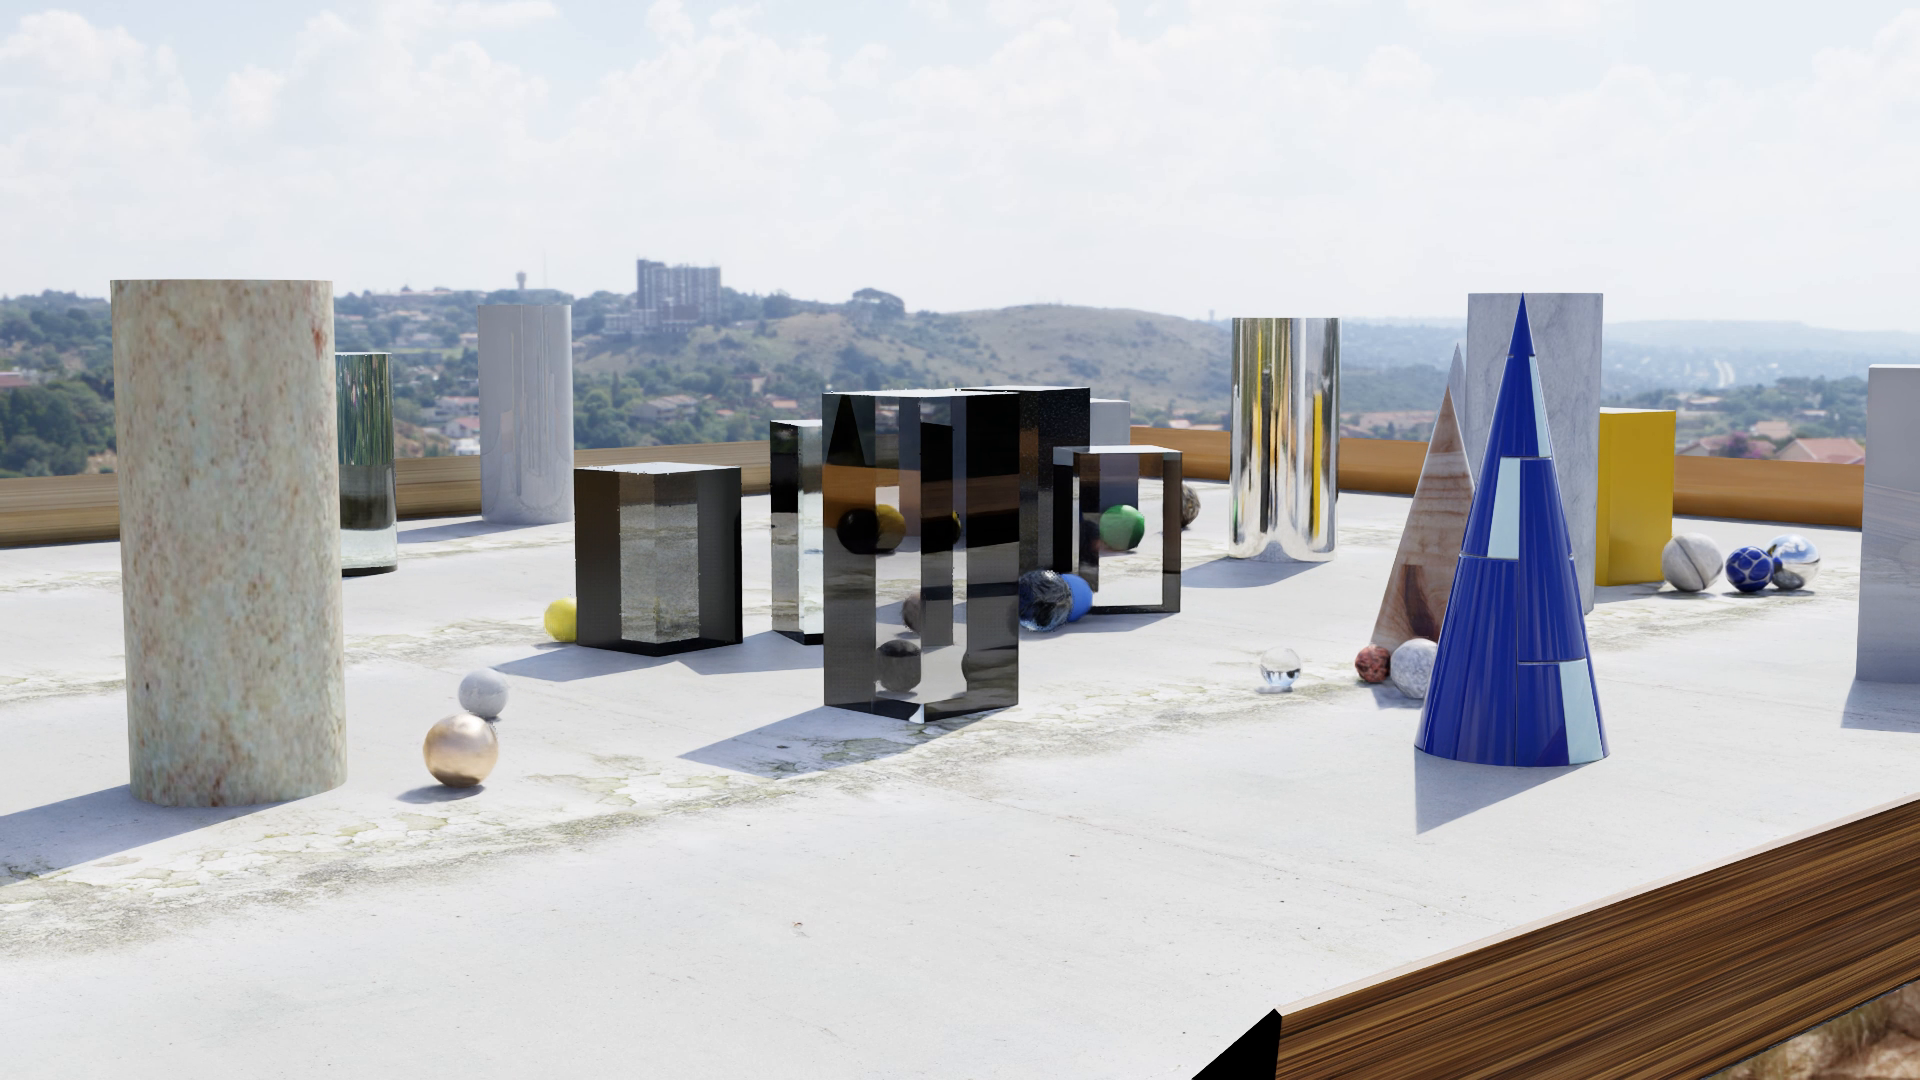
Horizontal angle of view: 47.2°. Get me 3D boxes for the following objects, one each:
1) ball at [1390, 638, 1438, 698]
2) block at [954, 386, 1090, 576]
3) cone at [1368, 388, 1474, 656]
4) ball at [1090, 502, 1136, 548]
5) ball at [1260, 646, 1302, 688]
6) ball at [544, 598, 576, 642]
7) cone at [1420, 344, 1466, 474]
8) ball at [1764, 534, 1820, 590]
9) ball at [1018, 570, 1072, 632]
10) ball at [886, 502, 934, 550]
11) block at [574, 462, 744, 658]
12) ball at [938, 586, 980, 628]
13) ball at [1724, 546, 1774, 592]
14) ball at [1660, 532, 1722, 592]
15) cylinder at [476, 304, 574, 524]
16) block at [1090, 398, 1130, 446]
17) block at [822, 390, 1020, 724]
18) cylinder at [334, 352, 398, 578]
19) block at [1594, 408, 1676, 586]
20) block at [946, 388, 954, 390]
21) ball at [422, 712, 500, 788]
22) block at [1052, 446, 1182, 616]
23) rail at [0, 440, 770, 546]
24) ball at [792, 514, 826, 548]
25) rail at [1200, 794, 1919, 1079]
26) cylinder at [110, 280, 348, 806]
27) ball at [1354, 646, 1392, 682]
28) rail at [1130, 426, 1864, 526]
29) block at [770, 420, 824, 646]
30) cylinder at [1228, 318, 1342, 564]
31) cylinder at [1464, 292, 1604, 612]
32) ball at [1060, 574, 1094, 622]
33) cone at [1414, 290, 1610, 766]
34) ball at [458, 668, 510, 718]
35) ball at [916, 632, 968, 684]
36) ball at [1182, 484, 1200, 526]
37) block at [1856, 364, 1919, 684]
[{"bbox_3d":[0.528,0.148,2.523,0.069,0.069,0.069,0,6,0],"label":"ball"},{"bbox_3d":[0.099,-0.081,3.495,0.156,0.321,0.156,4,7,34],"label":"block"},{"bbox_3d":[0.599,-0.016,2.718,0.195,0.353,0.195,0,6,0],"label":"cone"},{"bbox_3d":[0.288,-0.028,4.121,0.086,0.086,0.086,0,6,0],"label":"ball"},{"bbox_3d":[0.379,0.150,2.598,0.049,0.049,0.049,0,6,0],"label":"ball"},{"bbox_3d":[-0.527,0.107,2.947,0.061,0.061,0.061,0,6,0],"label":"ball"},{"bbox_3d":[0.902,-0.168,4.003,0.195,0.388,0.195,0,6,0],"label":"cone"},{"bbox_3d":[1.322,0.035,3.501,0.089,0.089,0.089,0,6,0],"label":"ball"},{"bbox_3d":[0.111,0.084,3.040,0.088,0.088,0.088,0,6,0],"label":"ball"},{"bbox_3d":[-0.093,-0.027,4.092,0.089,0.089,0.089,0,6,0],"label":"ball"},{"bbox_3d":[-0.400,0.022,2.921,0.156,0.236,0.156,5,8,39],"label":"block"},{"bbox_3d":[-0.001,0.094,3.086,0.058,0.058,0.058,0,6,0],"label":"ball"},{"bbox_3d":[1.244,0.046,3.467,0.074,0.074,0.074,0,6,0],"label":"ball"},{"bbox_3d":[1.153,0.036,3.468,0.095,0.095,0.095,0,6,0],"label":"ball"},{"bbox_3d":[-0.914,-0.267,4.633,0.195,0.454,0.195,0,6,0],"label":"cylinder"},{"bbox_3d":[0.219,-0.131,4.211,0.156,0.271,0.156,-3,7,-26],"label":"block"},{"bbox_3d":[-0.044,0.012,2.465,0.156,0.352,0.156,6,8,44],"label":"block"},{"bbox_3d":[-1.061,-0.132,3.740,0.195,0.370,0.195,0,6,0],"label":"cylinder"},{"bbox_3d":[1.064,-0.075,3.635,0.156,0.279,0.156,-4,7,-34],"label":"block"},{"bbox_3d":[0.034,-0.159,4.411,0.156,0.284,0.156,3,7,26],"label":"block"},{"bbox_3d":[-0.466,0.196,2.054,0.069,0.069,0.069,0,6,0],"label":"ball"},{"bbox_3d":[0.233,-0.017,3.289,0.156,0.237,0.156,-1,6,-11],"label":"block"},{"bbox_3d":[-1.217,-0.105,4.643,4.315,0.126,0.045,-5,8,-42],"label":"rail"},{"bbox_3d":[-0.283,-0.017,4.125,0.062,0.062,0.062,0,6,0],"label":"ball"},{"bbox_3d":[1.217,0.170,2.021,4.315,0.126,0.045,-5,8,-42],"label":"rail"},{"bbox_3d":[-0.677,-0.004,2.046,0.195,0.471,0.195,0,6,0],"label":"cylinder"},{"bbox_3d":[0.495,0.148,2.633,0.045,0.045,0.045,0,6,0],"label":"ball"},{"bbox_3d":[1.568,-0.118,4.771,0.045,0.126,3.636,-5,8,-42],"label":"rail"},{"bbox_3d":[-0.162,-0.015,3.007,0.156,0.291,0.156,-2,6,-21],"label":"block"},{"bbox_3d":[0.583,-0.183,3.947,0.195,0.430,0.195,0,6,0],"label":"cylinder"},{"bbox_3d":[0.852,-0.133,3.283,0.195,0.468,0.195,0,6,0],"label":"cylinder"},{"bbox_3d":[0.155,0.082,3.142,0.070,0.070,0.070,0,6,0],"label":"ball"},{"bbox_3d":[0.562,-0.019,2.220,0.195,0.464,0.195,0,6,0],"label":"cone"},{"bbox_3d":[-0.520,0.167,2.402,0.055,0.055,0.055,0,6,0],"label":"ball"},{"bbox_3d":[-0.020,0.141,2.618,0.062,0.062,0.062,0,6,0],"label":"ball"},{"bbox_3d":[0.447,-0.071,4.505,0.090,0.090,0.090,0,6,0],"label":"ball"},{"bbox_3d":[1.183,-0.023,2.673,0.156,0.376,0.156,3,7,24],"label":"block"}]
